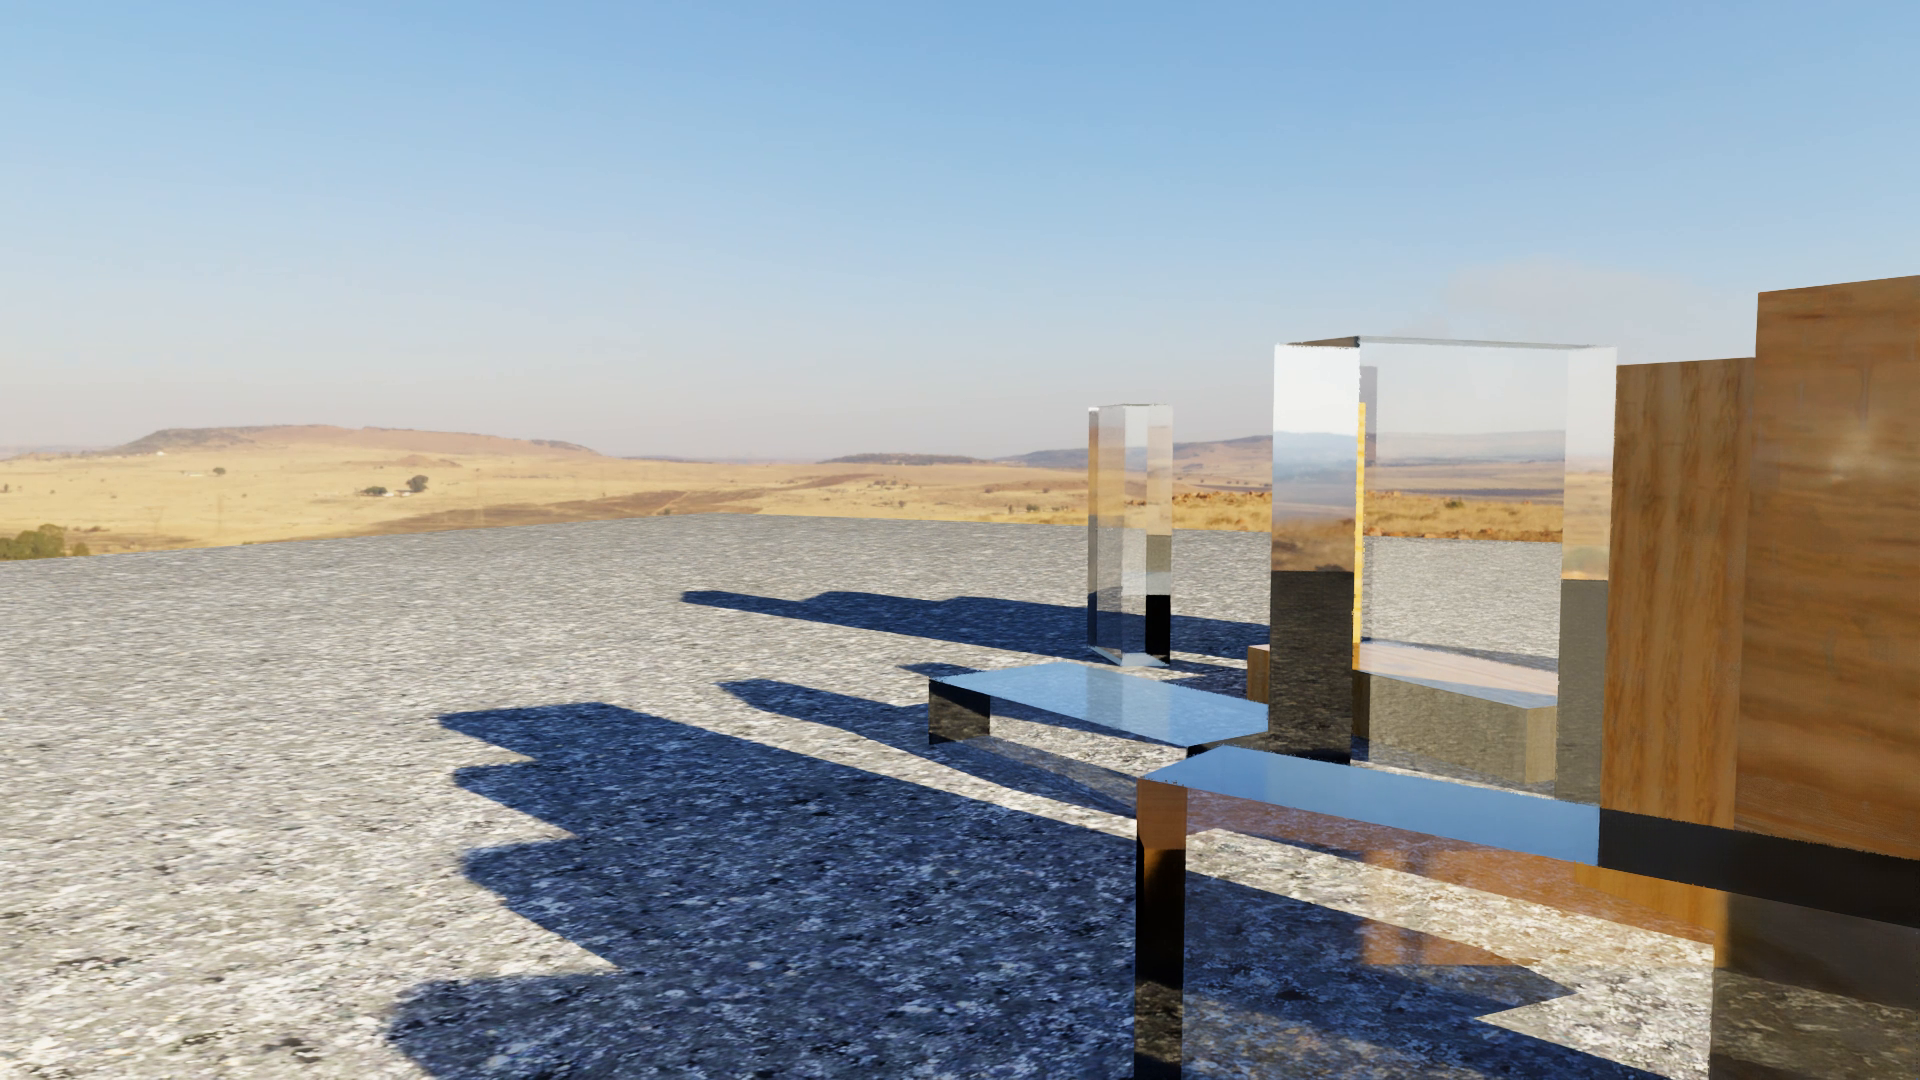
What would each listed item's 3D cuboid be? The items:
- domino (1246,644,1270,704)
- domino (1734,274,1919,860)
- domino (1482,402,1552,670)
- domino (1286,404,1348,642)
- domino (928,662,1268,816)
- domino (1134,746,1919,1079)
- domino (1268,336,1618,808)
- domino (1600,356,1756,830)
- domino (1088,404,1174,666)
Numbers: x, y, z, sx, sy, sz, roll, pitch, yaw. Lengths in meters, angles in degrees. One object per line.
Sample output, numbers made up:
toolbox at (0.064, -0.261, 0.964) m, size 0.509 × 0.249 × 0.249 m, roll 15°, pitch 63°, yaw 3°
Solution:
domino at (0.069, 0.023, 0.193) m, size 0.025 × 0.009 × 0.050 m, roll -2°, pitch 5°, yaw -26°
domino at (0.053, 0.013, 0.066) m, size 0.025 × 0.050 × 0.009 m, roll -2°, pitch 5°, yaw -24°
domino at (0.106, -0.001, 0.243) m, size 0.010 × 0.050 × 0.025 m, roll 2°, pitch 5°, yaw 26°
domino at (0.071, -0.002, 0.255) m, size 0.009 × 0.050 × 0.025 m, roll 1°, pitch 4°, yaw 12°
domino at (0.020, 0.025, 0.168) m, size 0.025 × 0.009 × 0.050 m, roll -3°, pitch 5°, yaw -35°
domino at (0.032, 0.026, 0.056) m, size 0.050 × 0.025 × 0.009 m, roll 4°, pitch 6°, yaw 40°
domino at (0.037, 0.010, 0.100) m, size 0.025 × 0.050 × 0.009 m, roll -2°, pitch 5°, yaw -23°
domino at (0.072, 0.009, 0.117) m, size 0.010 × 0.050 × 0.025 m, roll -2°, pitch 5°, yaw -26°
domino at (0.034, -0.002, 0.256) m, size 0.009 × 0.050 × 0.025 m, roll -1°, pitch 4°, yaw -10°
